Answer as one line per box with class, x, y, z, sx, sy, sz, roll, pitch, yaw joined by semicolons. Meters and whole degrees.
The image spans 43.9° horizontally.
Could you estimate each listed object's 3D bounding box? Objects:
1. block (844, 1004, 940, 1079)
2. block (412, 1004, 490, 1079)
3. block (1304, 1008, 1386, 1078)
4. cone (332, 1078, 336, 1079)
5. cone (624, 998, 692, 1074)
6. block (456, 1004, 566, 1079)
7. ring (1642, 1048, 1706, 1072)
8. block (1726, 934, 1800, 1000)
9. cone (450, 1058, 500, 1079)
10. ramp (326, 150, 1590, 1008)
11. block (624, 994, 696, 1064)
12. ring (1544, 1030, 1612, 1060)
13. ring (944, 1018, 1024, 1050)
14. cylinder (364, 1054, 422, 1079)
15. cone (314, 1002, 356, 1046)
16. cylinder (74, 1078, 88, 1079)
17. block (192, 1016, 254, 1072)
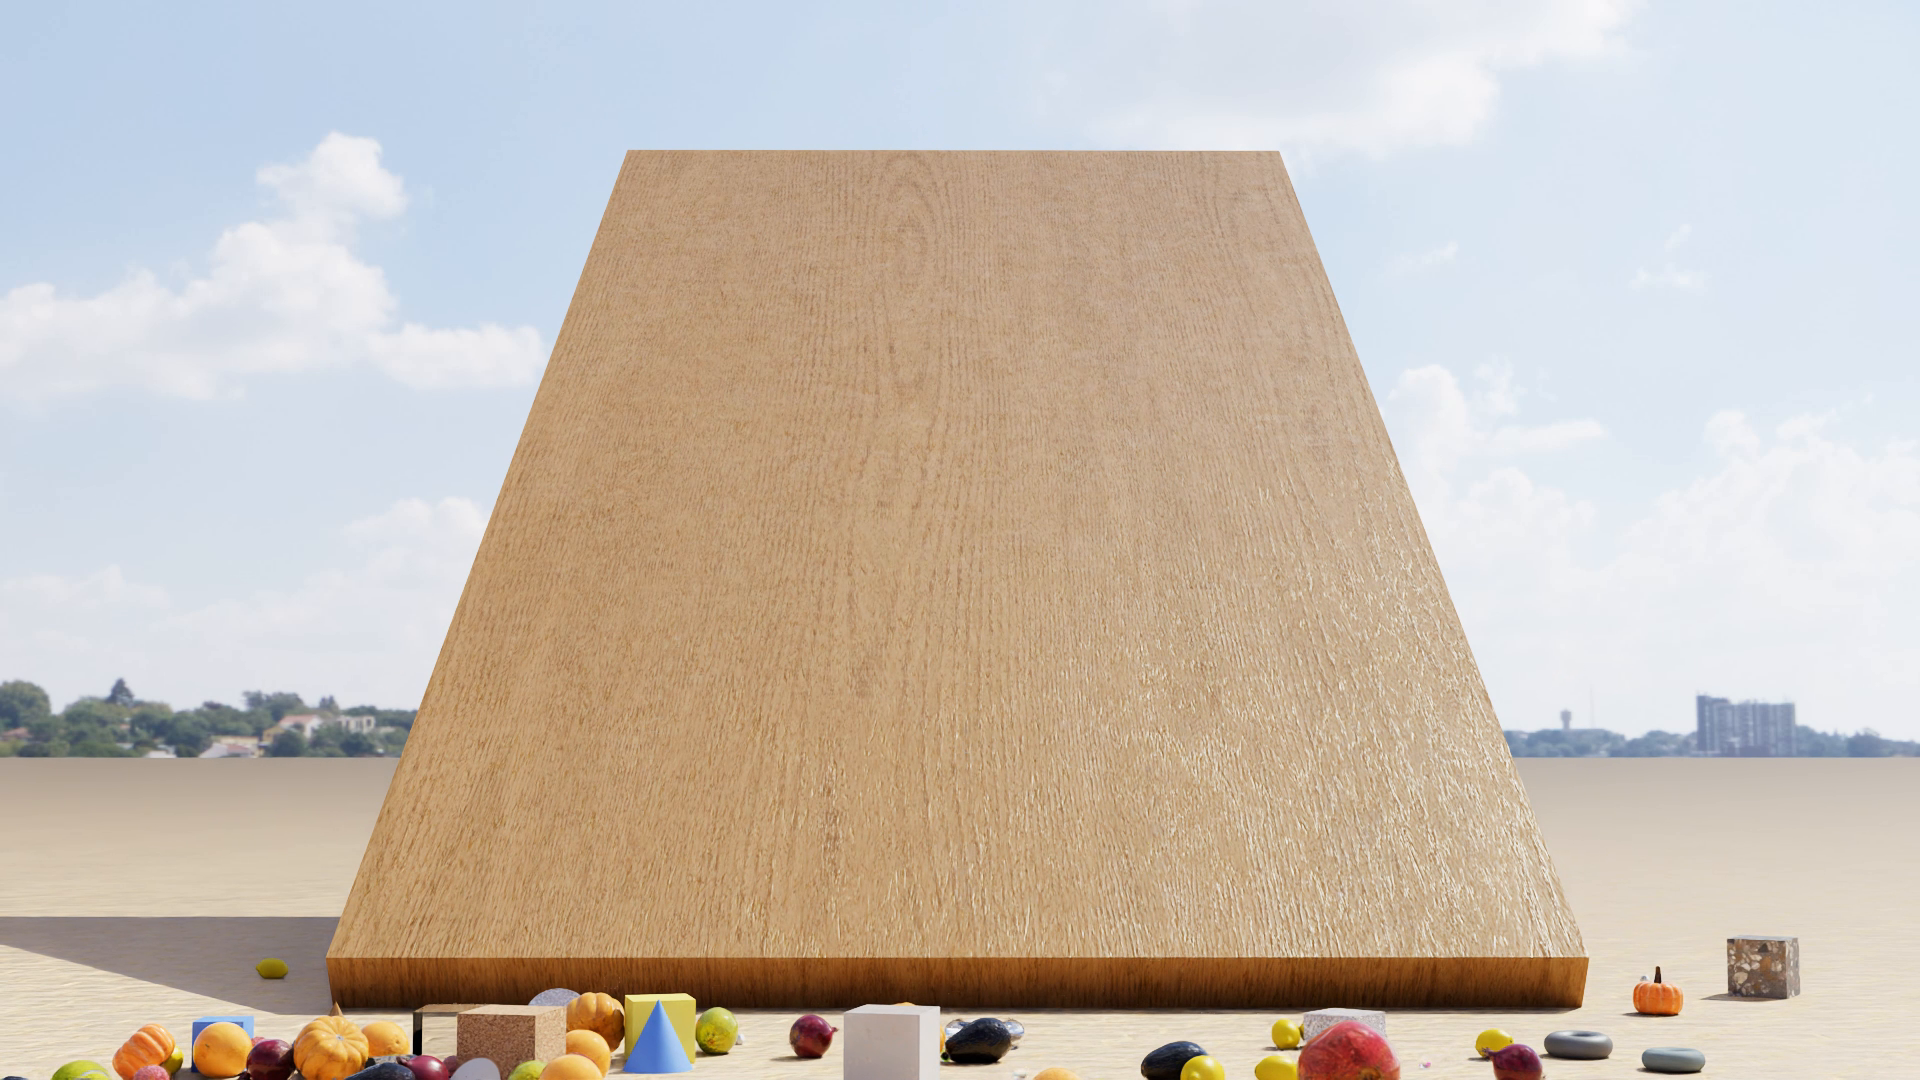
block;-0.083;0.620;2.902;0.095;0.095;0.095;-1;-5;14
block;-0.629;0.629;2.970;0.090;0.090;0.090;0;-5;-1
block;0.493;0.643;3.048;0.076;0.076;0.076;-4;-6;39
cone;-0.664;0.609;2.450;0.083;0.083;0.083;-27;4;-19
cone;-0.390;0.638;3.078;0.090;0.090;0.090;0;-5;0
block;-0.539;0.615;2.864;0.099;0.099;0.099;-1;-5;12
ring;0.920;0.670;3.070;0.080;0.027;0.080;0;-7;0
block;1.354;0.719;4.012;0.096;0.096;0.096;-3;-6;32
cone;-0.532;0.634;2.700;0.072;0.072;0.072;-3;-32;27
ramp;-0.011;-0.224;5.562;2.000;0.100;4.000;0;28;0
block;-0.399;0.650;3.165;0.083;0.083;0.083;1;-5;-15
ring;0.833;0.680;3.209;0.091;0.030;0.091;0;-4;0
ring;0.034;0.686;3.308;0.113;0.038;0.113;0;-6;0
cylinder;-0.666;0.632;2.794;0.053;0.053;0.053;3;-6;-33
cone;-0.879;0.678;3.351;0.059;0.059;0.059;0;-5;0
cylinder;-0.916;0.603;2.513;0.062;0.062;0.062;-4;-7;40
block;-0.953;0.652;3.079;0.064;0.064;0.064;0;-5;-5
